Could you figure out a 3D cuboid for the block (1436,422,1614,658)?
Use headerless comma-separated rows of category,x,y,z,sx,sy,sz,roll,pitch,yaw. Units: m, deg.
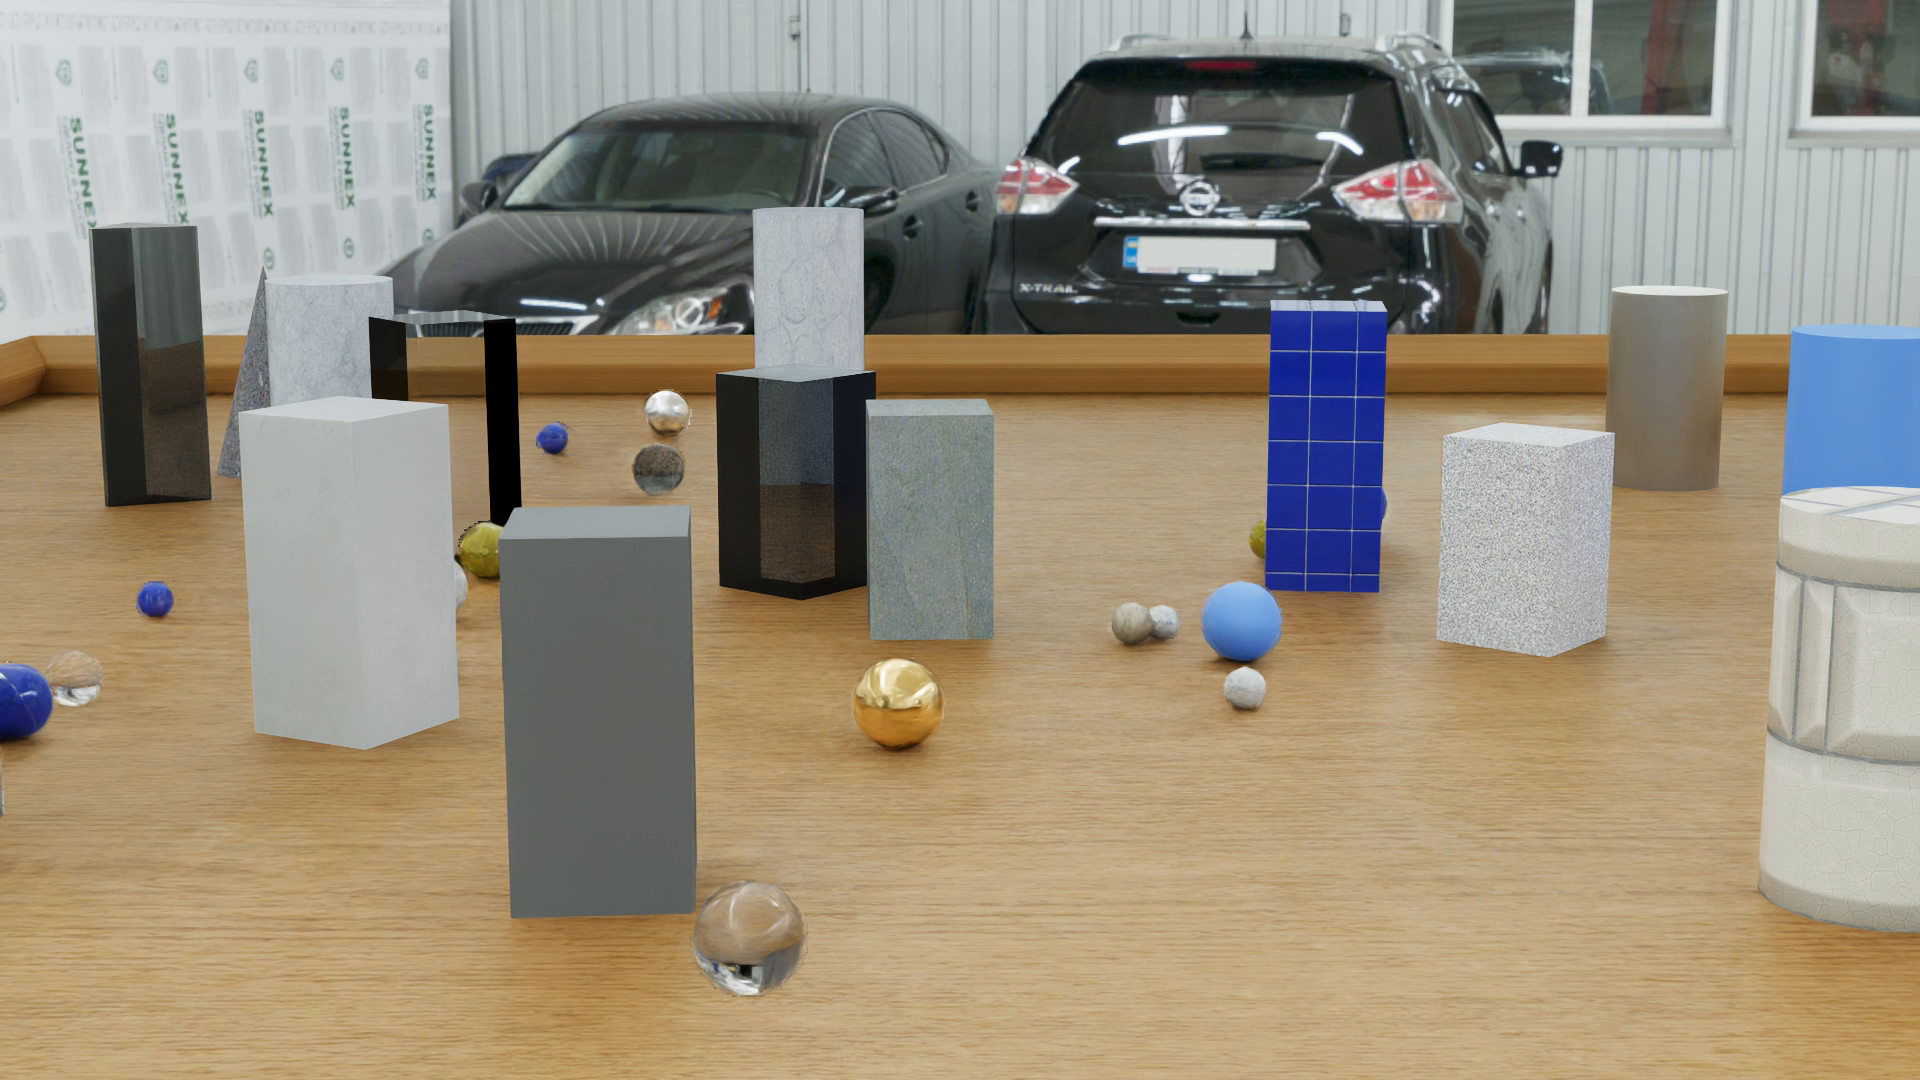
block,0.723,-0.004,3.281,0.158,0.265,0.158,8,13,38

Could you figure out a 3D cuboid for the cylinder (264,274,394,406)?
cylinder,-1.000,-0.220,4.101,0.198,0.391,0.198,0,10,0

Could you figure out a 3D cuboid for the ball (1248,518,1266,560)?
ball,0.461,0.000,3.804,0.067,0.067,0.067,0,10,0

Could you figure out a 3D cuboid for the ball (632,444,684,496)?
ball,-0.516,-0.121,4.395,0.089,0.089,0.089,0,10,0

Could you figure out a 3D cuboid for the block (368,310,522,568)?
block,-0.762,-0.150,3.807,0.158,0.361,0.158,-8,13,-38

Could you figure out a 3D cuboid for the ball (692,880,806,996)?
ball,-0.167,0.315,2.034,0.090,0.090,0.090,0,10,0

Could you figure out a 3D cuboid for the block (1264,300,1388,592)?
block,0.516,-0.136,3.639,0.158,0.393,0.158,1,11,6

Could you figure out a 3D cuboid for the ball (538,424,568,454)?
ball,-0.772,-0.193,4.870,0.058,0.058,0.058,0,10,0

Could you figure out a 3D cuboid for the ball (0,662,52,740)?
ball,-1.035,0.176,2.800,0.085,0.085,0.085,0,10,0

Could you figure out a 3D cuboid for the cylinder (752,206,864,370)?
cylinder,-0.271,-0.357,4.617,0.198,0.471,0.198,0,10,0

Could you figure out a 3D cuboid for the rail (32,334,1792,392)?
rail,-0.013,-0.393,5.748,4.134,0.128,0.045,0,10,0

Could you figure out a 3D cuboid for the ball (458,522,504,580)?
ball,-0.678,0.016,3.680,0.081,0.081,0.081,0,10,0

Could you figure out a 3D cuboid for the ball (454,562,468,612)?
ball,-0.698,0.063,3.401,0.089,0.089,0.089,0,10,0

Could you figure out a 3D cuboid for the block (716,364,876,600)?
block,-0.229,-0.086,3.616,0.158,0.303,0.158,8,13,38

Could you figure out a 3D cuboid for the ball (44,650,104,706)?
ball,-1.019,0.159,2.949,0.065,0.065,0.065,0,10,0

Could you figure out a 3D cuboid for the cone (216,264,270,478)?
cone,-1.250,-0.311,4.634,0.198,0.375,0.198,0,10,0

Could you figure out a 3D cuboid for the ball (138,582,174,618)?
ball,-1.074,0.080,3.425,0.046,0.046,0.046,0,10,0

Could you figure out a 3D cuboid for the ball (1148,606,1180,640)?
ball,0.259,0.106,3.294,0.044,0.044,0.044,0,10,0

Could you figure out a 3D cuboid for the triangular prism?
triangular prism,-1.381,-0.302,4.345,0.171,0.462,0.148,-5,12,-25

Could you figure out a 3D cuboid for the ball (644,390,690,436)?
ball,-0.584,-0.252,5.101,0.089,0.089,0.089,0,10,0

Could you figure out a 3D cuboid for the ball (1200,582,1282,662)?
ball,0.348,0.100,3.173,0.099,0.099,0.099,0,10,0

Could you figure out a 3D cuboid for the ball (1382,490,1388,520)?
ball,0.630,-0.055,4.046,0.086,0.086,0.086,0,10,0

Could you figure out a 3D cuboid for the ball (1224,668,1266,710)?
ball,0.326,0.170,2.936,0.048,0.048,0.048,0,10,0

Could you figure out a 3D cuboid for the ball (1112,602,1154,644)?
ball,0.219,0.106,3.265,0.053,0.053,0.053,0,10,0

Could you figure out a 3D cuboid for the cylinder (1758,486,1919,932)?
cylinder,0.812,0.143,2.247,0.198,0.352,0.198,0,10,0

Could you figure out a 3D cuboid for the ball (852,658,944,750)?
ball,-0.067,0.176,2.763,0.099,0.099,0.099,0,10,0

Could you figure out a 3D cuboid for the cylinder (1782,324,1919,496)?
cylinder,1.237,-0.103,3.531,0.198,0.368,0.198,0,10,0

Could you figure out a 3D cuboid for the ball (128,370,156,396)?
ball,-1.822,-0.349,5.708,0.060,0.060,0.060,0,10,0

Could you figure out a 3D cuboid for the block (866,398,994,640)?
block,-0.041,-0.029,3.346,0.158,0.290,0.158,-1,11,-3

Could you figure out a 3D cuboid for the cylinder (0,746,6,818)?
cylinder,-1.039,0.061,2.471,0.198,0.431,0.198,0,10,0

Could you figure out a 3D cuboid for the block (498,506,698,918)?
block,-0.316,0.148,2.272,0.158,0.333,0.158,-1,11,-5

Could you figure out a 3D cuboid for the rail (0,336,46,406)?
rail,-2.043,0.035,3.437,0.045,0.128,4.724,0,10,0

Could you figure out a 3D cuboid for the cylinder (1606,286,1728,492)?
cylinder,1.238,-0.268,4.504,0.198,0.339,0.198,0,10,0

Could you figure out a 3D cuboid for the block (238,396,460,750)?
block,-0.673,0.031,2.837,0.158,0.357,0.158,6,12,28
